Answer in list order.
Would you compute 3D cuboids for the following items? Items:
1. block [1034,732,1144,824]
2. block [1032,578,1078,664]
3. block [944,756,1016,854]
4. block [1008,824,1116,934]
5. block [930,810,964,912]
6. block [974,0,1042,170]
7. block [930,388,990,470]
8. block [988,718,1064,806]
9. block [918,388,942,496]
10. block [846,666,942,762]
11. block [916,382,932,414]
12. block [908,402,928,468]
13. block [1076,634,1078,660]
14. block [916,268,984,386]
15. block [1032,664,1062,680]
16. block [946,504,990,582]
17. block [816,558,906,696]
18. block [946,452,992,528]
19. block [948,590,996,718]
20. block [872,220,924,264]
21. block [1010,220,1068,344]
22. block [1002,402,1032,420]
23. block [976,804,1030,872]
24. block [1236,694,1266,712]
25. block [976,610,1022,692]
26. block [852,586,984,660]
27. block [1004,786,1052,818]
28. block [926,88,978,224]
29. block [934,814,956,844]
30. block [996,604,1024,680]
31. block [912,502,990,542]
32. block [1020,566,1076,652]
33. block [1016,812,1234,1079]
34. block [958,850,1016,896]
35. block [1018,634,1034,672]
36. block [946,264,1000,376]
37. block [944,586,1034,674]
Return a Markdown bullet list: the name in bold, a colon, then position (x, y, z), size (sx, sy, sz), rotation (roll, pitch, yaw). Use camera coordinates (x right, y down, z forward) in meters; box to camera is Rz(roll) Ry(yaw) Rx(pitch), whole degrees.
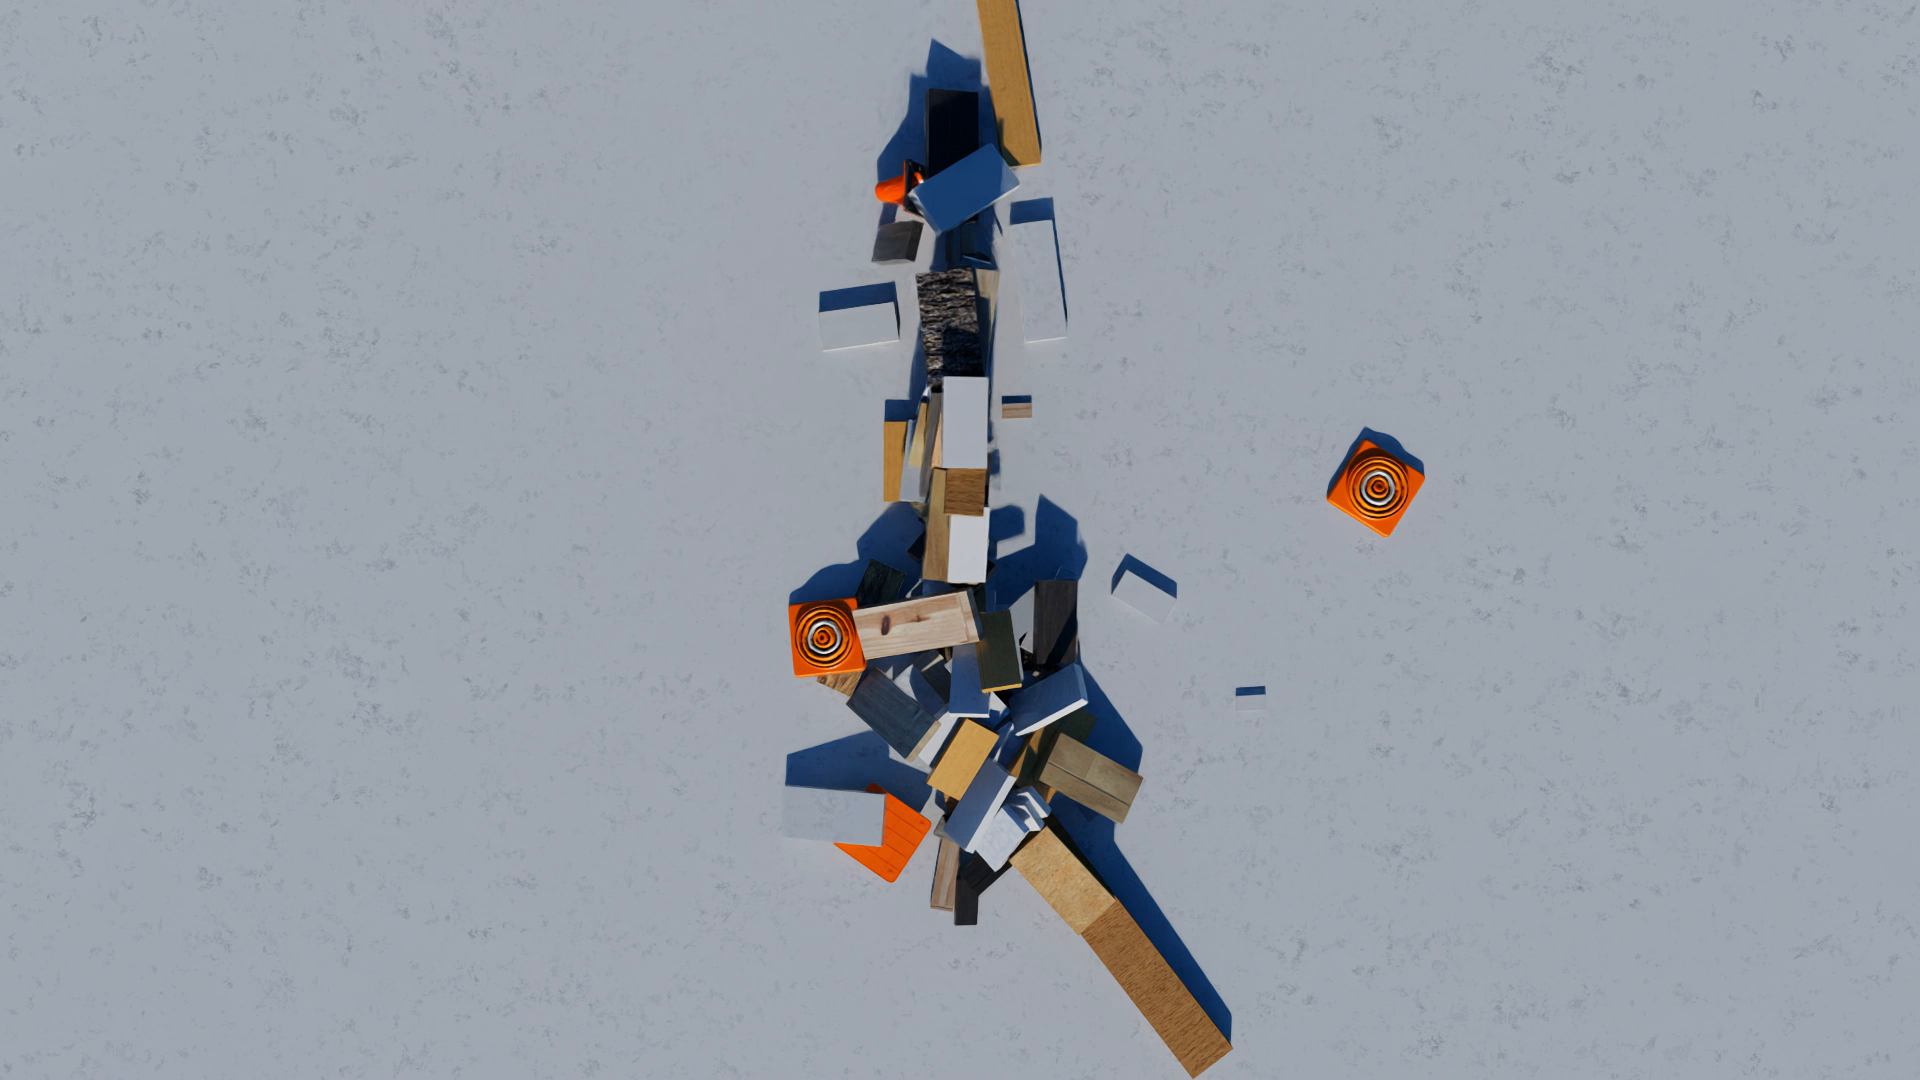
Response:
- **block**: position (0.423, 0.780, 5.410), size (0.339, 0.048, 0.170), rotation (30, 78, -17)
- **block**: position (0.313, 0.267, 5.420), size (0.136, 0.039, 0.273), rotation (-1, 98, -19)
- **block**: position (0.063, 0.858, 5.357), size (0.039, 0.136, 0.284), rotation (26, 95, -40)
- **block**: position (0.333, 1.109, 5.393), size (0.167, 0.047, 0.335), rotation (-43, 93, 1)
- **block**: position (-0.032, 1.055, 5.489), size (0.076, 0.021, 0.355), rotation (10, 90, 0)
- **block**: position (0.127, -1.721, 5.473), size (0.127, 0.036, 0.975), rotation (-9, 90, -8)
- **block**: position (-0.003, -0.355, 5.194), size (0.140, 0.040, 0.281), rotation (6, 114, -11)
- **block**: position (0.191, 0.762, 5.450), size (0.159, 0.045, 0.318), rotation (-35, 100, 0)
- **block**: position (-0.025, -0.305, 5.267), size (0.175, 0.050, 0.351), rotation (3, 113, -9)
- **block**: position (-0.218, 0.569, 5.390), size (0.318, 0.045, 0.159), rotation (38, 90, 35)
- **block**: position (-0.062, -0.474, 5.303), size (0.103, 0.029, 0.206), rotation (18, 130, -10)
- **block**: position (-0.097, -0.333, 5.324), size (0.103, 0.029, 0.206), rotation (12, 101, -6)
- **block**: position (0.309, 0.354, 5.488), size (0.164, 0.023, 0.082), rotation (1, 90, 0)
- **block**: position (-0.032, -0.666, 5.168), size (0.176, 0.050, 0.351), rotation (-7, 92, -3)
- **block**: position (0.321, 0.451, 5.450), size (0.164, 0.082, 0.023), rotation (27, 123, -7)
- **block**: position (0.024, 0.011, 5.198), size (0.122, 0.035, 0.244), rotation (1, 104, -10)
- **block**: position (-0.327, 0.291, 5.482), size (0.126, 0.036, 0.447), rotation (24, 90, 0)
- **block**: position (0.028, -0.158, 5.208), size (0.122, 0.035, 0.244), rotation (2, 97, -10)
- **block**: position (0.042, 0.366, 5.353), size (0.127, 0.036, 0.422), rotation (0, 68, 8)
- **block**: position (-0.206, -0.969, 5.380), size (0.036, 0.254, 0.127), rotation (13, 90, -29)
- **block**: position (0.261, -0.858, 5.480), size (0.140, 0.040, 0.392), rotation (-8, 90, 0)
- **block**: position (0.189, -0.430, 5.493), size (0.099, 0.014, 0.049), rotation (-2, 90, 0)
- **block**: position (0.135, 0.971, 5.370), size (0.112, 0.032, 0.223), rotation (47, 130, 19)
- **block**: position (0.969, 0.541, 5.493), size (0.099, 0.014, 0.050), rotation (-3, 90, 0)
- **block**: position (0.117, 0.357, 5.308), size (0.127, 0.036, 0.254), rotation (-9, 67, 3)
- **block**: position (-0.138, 0.272, 5.346), size (0.415, 0.048, 0.170), rotation (-11, 101, 24)
- **block**: position (0.183, 0.873, 5.397), size (0.112, 0.223, 0.032), rotation (51, 45, -17)
- **block**: position (-0.027, -1.268, 5.454), size (0.170, 0.048, 0.426), rotation (0, 90, -16)
- **block**: position (-0.007, 0.966, 5.452), size (0.145, 0.021, 0.072), rotation (23, 104, -11)
- **block**: position (0.130, 0.344, 5.448), size (0.126, 0.036, 0.252), rotation (-6, 85, -11)
- **block**: position (-0.033, -0.058, 5.377), size (0.132, 0.037, 0.264), rotation (-35, 64, -3)
- **block**: position (0.293, 0.233, 5.467), size (0.059, 0.017, 0.301), rotation (28, 81, -3)
- **block**: position (0.528, 1.330, 5.453), size (0.167, 0.047, 1.014), rotation (-38, 93, 0)
- **block**: position (0.099, 1.078, 5.467), size (0.195, 0.028, 0.098), rotation (-40, 90, -11)
- **block**: position (0.212, 0.375, 5.475), size (0.059, 0.017, 0.119), rotation (-10, 85, 26)
- **block**: position (0.019, -0.698, 5.253), size (0.170, 0.048, 0.339), rotation (8, 104, -2)
- **block**: position (0.136, 0.310, 5.416), size (0.417, 0.028, 0.098), rotation (-41, 89, -10)
